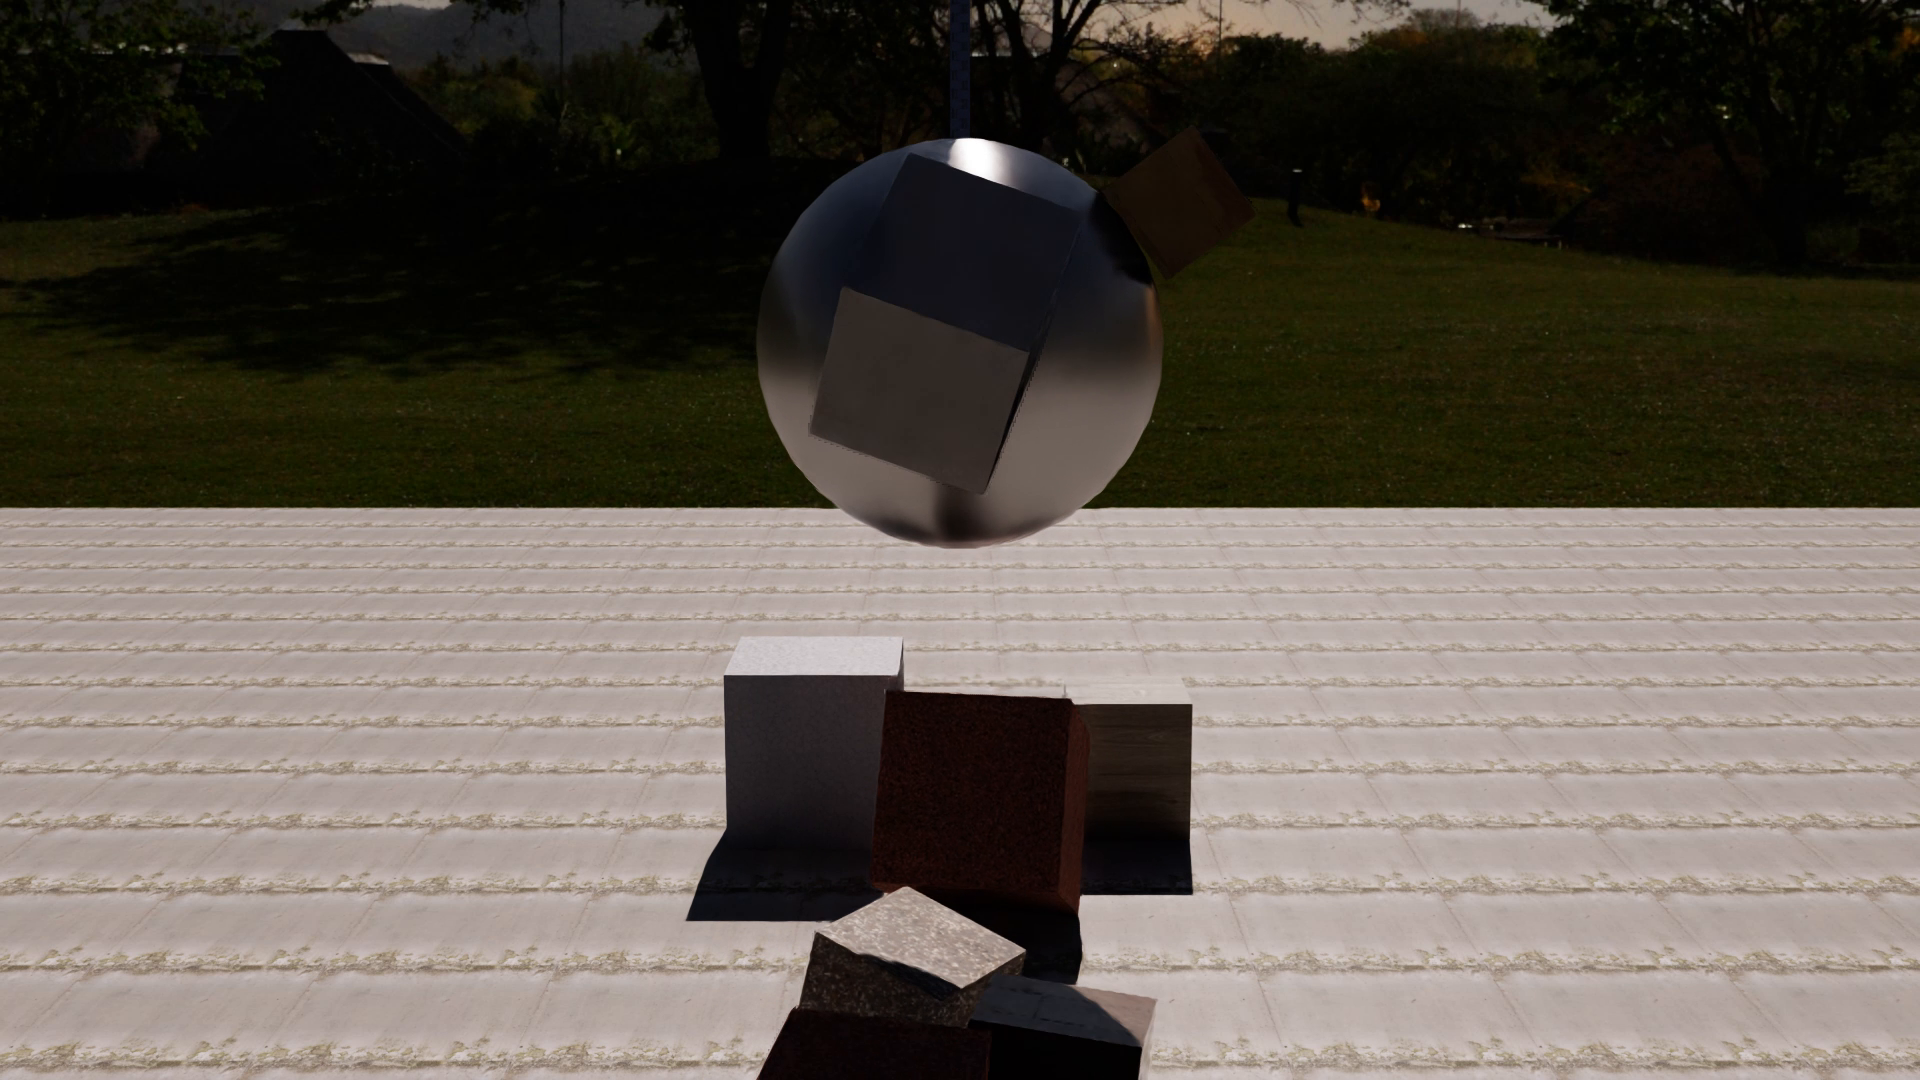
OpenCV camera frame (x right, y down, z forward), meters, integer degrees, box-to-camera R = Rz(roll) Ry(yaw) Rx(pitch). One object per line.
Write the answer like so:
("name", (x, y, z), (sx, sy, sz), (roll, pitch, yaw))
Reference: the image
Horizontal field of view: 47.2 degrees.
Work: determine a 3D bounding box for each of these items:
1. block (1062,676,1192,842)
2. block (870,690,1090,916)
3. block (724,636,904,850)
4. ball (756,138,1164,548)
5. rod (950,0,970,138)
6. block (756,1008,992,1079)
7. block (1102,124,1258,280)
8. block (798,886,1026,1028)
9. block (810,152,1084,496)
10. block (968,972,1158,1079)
("block", (0.856, 1.123, 11.386), (0.619, 0.717, 0.588), (0, 10, 0))
("block", (0.109, 1.193, 9.902), (0.822, 0.845, 0.796), (2, -16, 10))
("block", (-0.735, 1.033, 11.363), (0.863, 0.901, 0.858), (0, 10, 0))
("ball", (0.000, -0.765, 8.632), (1.600, 1.600, 1.600), (0, 10, 0))
("rod", (0.000, -4.078, 9.395), (0.080, 5.200, 0.080), (0, -13, 0))
("block", (-0.269, 1.846, 6.517), (0.624, 0.661, 0.647), (6, 7, 5))
("block", (0.857, -1.324, 8.606), (0.422, 0.424, 0.456), (-36, 5, 10))
("block", (-0.199, 1.726, 8.116), (0.559, 0.572, 0.580), (24, 21, 28))
("block", (-0.044, -0.697, 7.090), (0.600, 0.659, 0.703), (20, 48, 2))
("block", (0.324, 1.827, 7.366), (0.566, 0.535, 0.514), (7, 7, 10))
